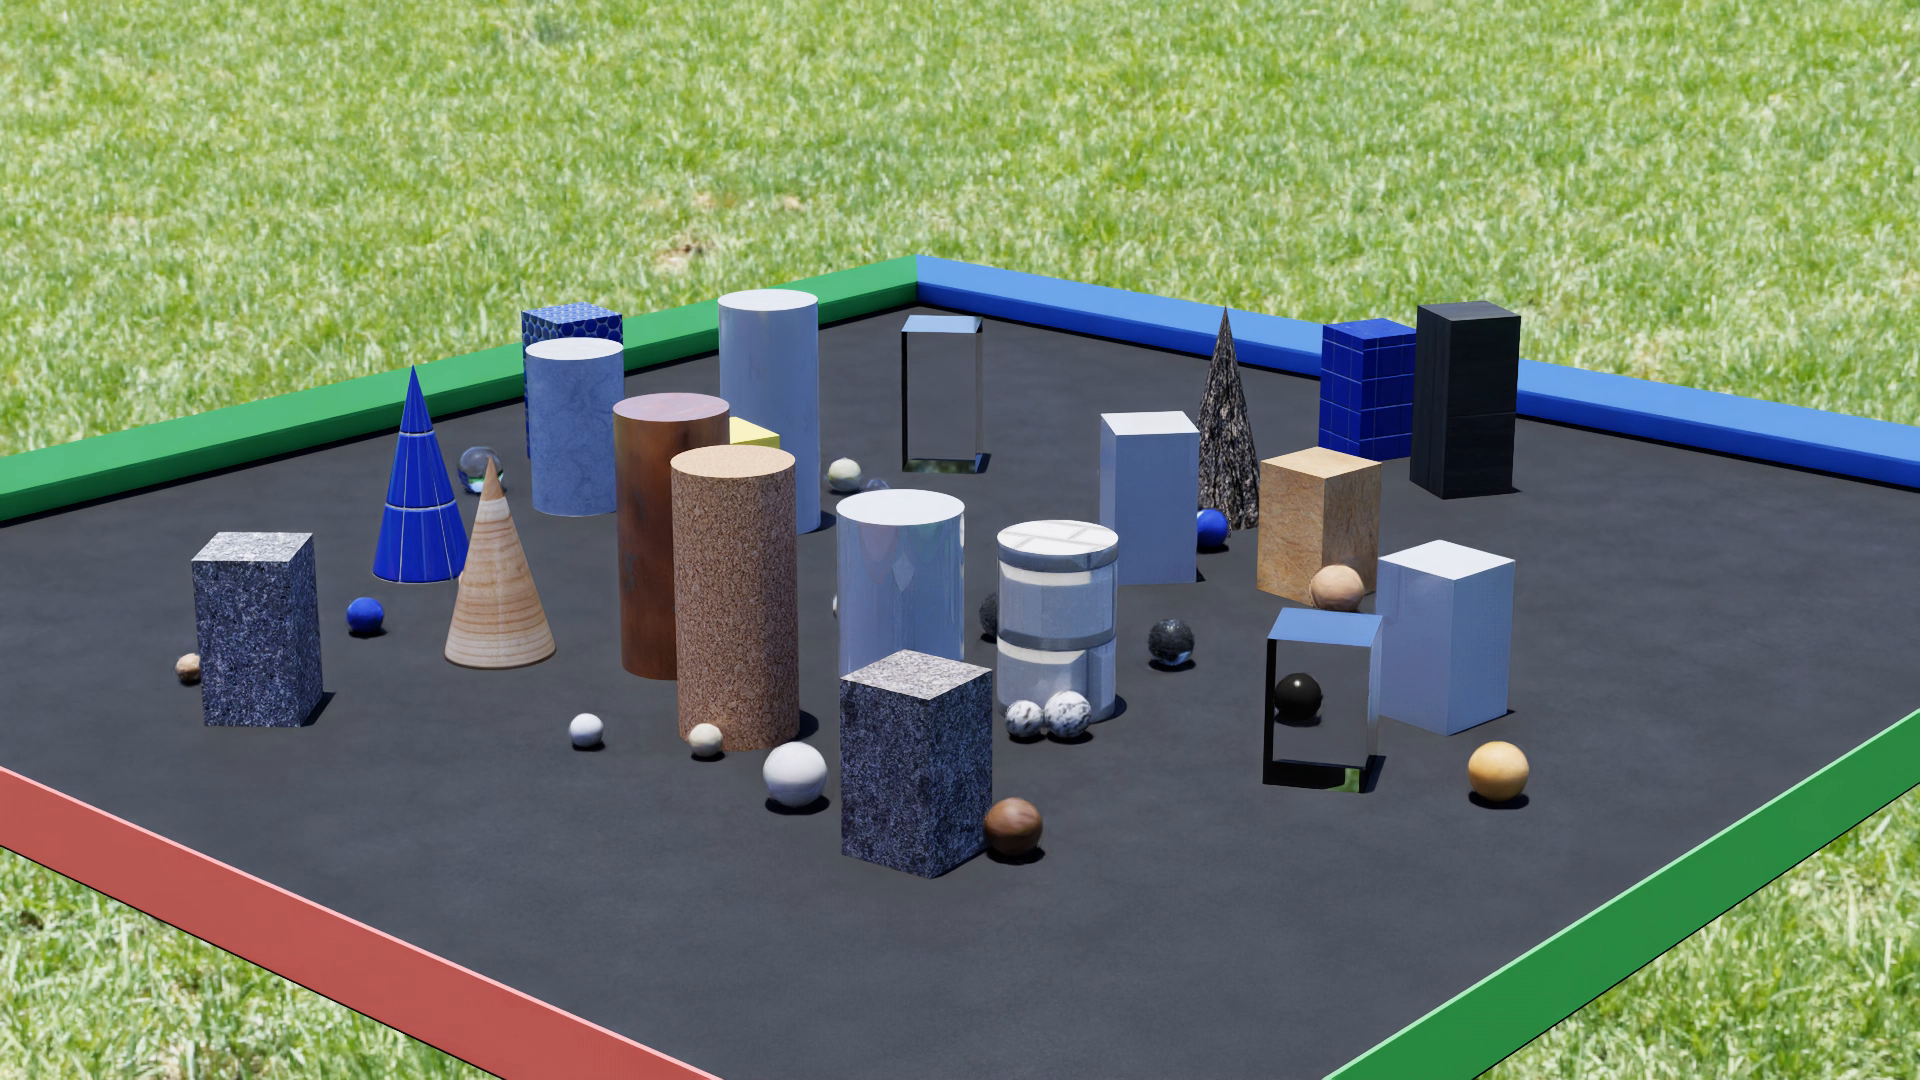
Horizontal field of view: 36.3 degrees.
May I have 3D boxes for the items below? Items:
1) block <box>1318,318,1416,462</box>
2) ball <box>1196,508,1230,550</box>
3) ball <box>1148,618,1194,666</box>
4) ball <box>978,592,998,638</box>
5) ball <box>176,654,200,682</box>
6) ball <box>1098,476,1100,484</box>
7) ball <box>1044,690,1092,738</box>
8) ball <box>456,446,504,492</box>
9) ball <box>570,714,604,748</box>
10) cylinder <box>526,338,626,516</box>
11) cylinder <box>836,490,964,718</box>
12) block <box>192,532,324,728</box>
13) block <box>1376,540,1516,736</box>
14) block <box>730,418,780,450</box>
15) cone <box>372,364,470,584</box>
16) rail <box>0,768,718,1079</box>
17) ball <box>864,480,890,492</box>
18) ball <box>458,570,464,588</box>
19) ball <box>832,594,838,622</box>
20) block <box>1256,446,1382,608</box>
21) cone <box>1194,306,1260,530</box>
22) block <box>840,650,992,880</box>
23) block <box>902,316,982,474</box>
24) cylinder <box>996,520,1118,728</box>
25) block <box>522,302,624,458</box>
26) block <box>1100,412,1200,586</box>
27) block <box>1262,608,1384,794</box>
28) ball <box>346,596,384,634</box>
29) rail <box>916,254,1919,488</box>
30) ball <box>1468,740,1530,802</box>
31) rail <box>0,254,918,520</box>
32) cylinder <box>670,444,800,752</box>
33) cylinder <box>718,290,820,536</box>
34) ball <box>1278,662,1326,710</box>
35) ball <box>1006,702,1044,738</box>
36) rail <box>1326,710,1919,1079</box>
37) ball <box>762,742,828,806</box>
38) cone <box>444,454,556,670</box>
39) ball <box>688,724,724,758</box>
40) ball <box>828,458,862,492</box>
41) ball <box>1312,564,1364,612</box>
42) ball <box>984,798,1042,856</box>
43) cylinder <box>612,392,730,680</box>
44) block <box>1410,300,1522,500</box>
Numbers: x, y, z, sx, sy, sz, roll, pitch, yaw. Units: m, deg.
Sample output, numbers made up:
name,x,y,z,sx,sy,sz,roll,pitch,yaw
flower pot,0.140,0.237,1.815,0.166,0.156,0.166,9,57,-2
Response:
name,x,y,z,sx,sy,sz,roll,pitch,yaw
block,0.840,-0.306,5.996,0.148,0.258,0.148,-8,19,-26
ball,0.456,-0.020,5.370,0.073,0.073,0.073,0,17,0
ball,0.343,0.166,4.751,0.076,0.076,0.076,0,17,0
ball,0.070,0.126,4.881,0.078,0.078,0.078,0,17,0
ball,-1.227,0.205,4.674,0.046,0.046,0.046,0,17,0
ball,0.313,-0.116,5.658,0.091,0.091,0.091,0,17,0
ball,0.163,0.264,4.434,0.072,0.072,0.072,0,17,0
ball,-0.938,-0.138,5.731,0.091,0.091,0.091,0,17,0
ball,-0.560,0.286,4.399,0.051,0.051,0.051,0,17,0
cylinder,-0.734,-0.218,5.623,0.185,0.306,0.185,0,17,0
cylinder,-0.086,0.142,4.278,0.185,0.396,0.185,0,17,0
block,-1.080,0.137,4.519,0.148,0.266,0.148,1,17,2
block,0.742,0.149,4.509,0.148,0.249,0.148,-15,22,-40
block,-0.403,-0.024,4.949,0.148,0.326,0.148,-11,20,-32
cone,-0.961,-0.130,5.207,0.185,0.378,0.185,0,17,0
rail,-1.123,0.405,3.884,3.309,0.120,0.045,14,22,39
ball,-0.160,-0.091,5.638,0.053,0.053,0.053,0,17,0
ball,-0.822,0.077,5.039,0.080,0.080,0.080,0,17,0
ball,-0.170,0.114,4.906,0.087,0.087,0.087,0,17,0
block,0.625,-0.024,5.108,0.148,0.232,0.148,-14,22,-40
cone,0.495,-0.242,5.515,0.185,0.413,0.185,0,17,0
block,-0.059,0.303,3.990,0.148,0.255,0.148,12,20,33
block,-0.035,-0.294,5.902,0.148,0.289,0.148,2,17,5
cylinder,0.150,0.128,4.529,0.185,0.277,0.185,0,17,0
block,-0.780,-0.310,5.929,0.148,0.305,0.148,-12,21,-35
block,0.334,-0.075,5.203,0.148,0.275,0.148,-2,17,-7
block,0.530,0.232,4.277,0.148,0.223,0.148,4,17,14
ball,-0.995,0.126,4.907,0.062,0.062,0.062,0,17,0
rail,1.123,-0.345,6.359,3.309,0.120,0.045,14,22,39
ball,0.769,0.330,4.189,0.087,0.087,0.087,0,17,0
rail,-1.231,-0.280,6.144,0.045,0.120,3.472,14,22,39
cylinder,-0.337,0.086,4.413,0.185,0.425,0.185,0,17,0
cylinder,-0.355,-0.237,5.471,0.185,0.431,0.185,0,17,0
ball,0.533,0.226,4.556,0.074,0.074,0.074,0,17,0
ball,0.099,0.272,4.435,0.056,0.056,0.056,0,17,0
rail,1.231,0.340,4.098,0.045,0.120,3.472,14,22,39
ball,-0.235,0.333,4.171,0.092,0.092,0.092,0,17,0
cone,-0.756,0.022,4.773,0.185,0.338,0.185,0,17,0
ball,-0.377,0.298,4.358,0.051,0.051,0.051,0,17,0
ball,-0.225,-0.126,5.731,0.067,0.067,0.067,0,17,0
ball,0.643,0.086,4.993,0.089,0.089,0.089,0,17,0
ball,0.073,0.392,4.000,0.079,0.079,0.079,0,17,0
cylinder,-0.458,-0.007,4.715,0.185,0.428,0.185,0,17,0
block,0.985,-0.274,5.725,0.148,0.355,0.148,-5,18,-17
